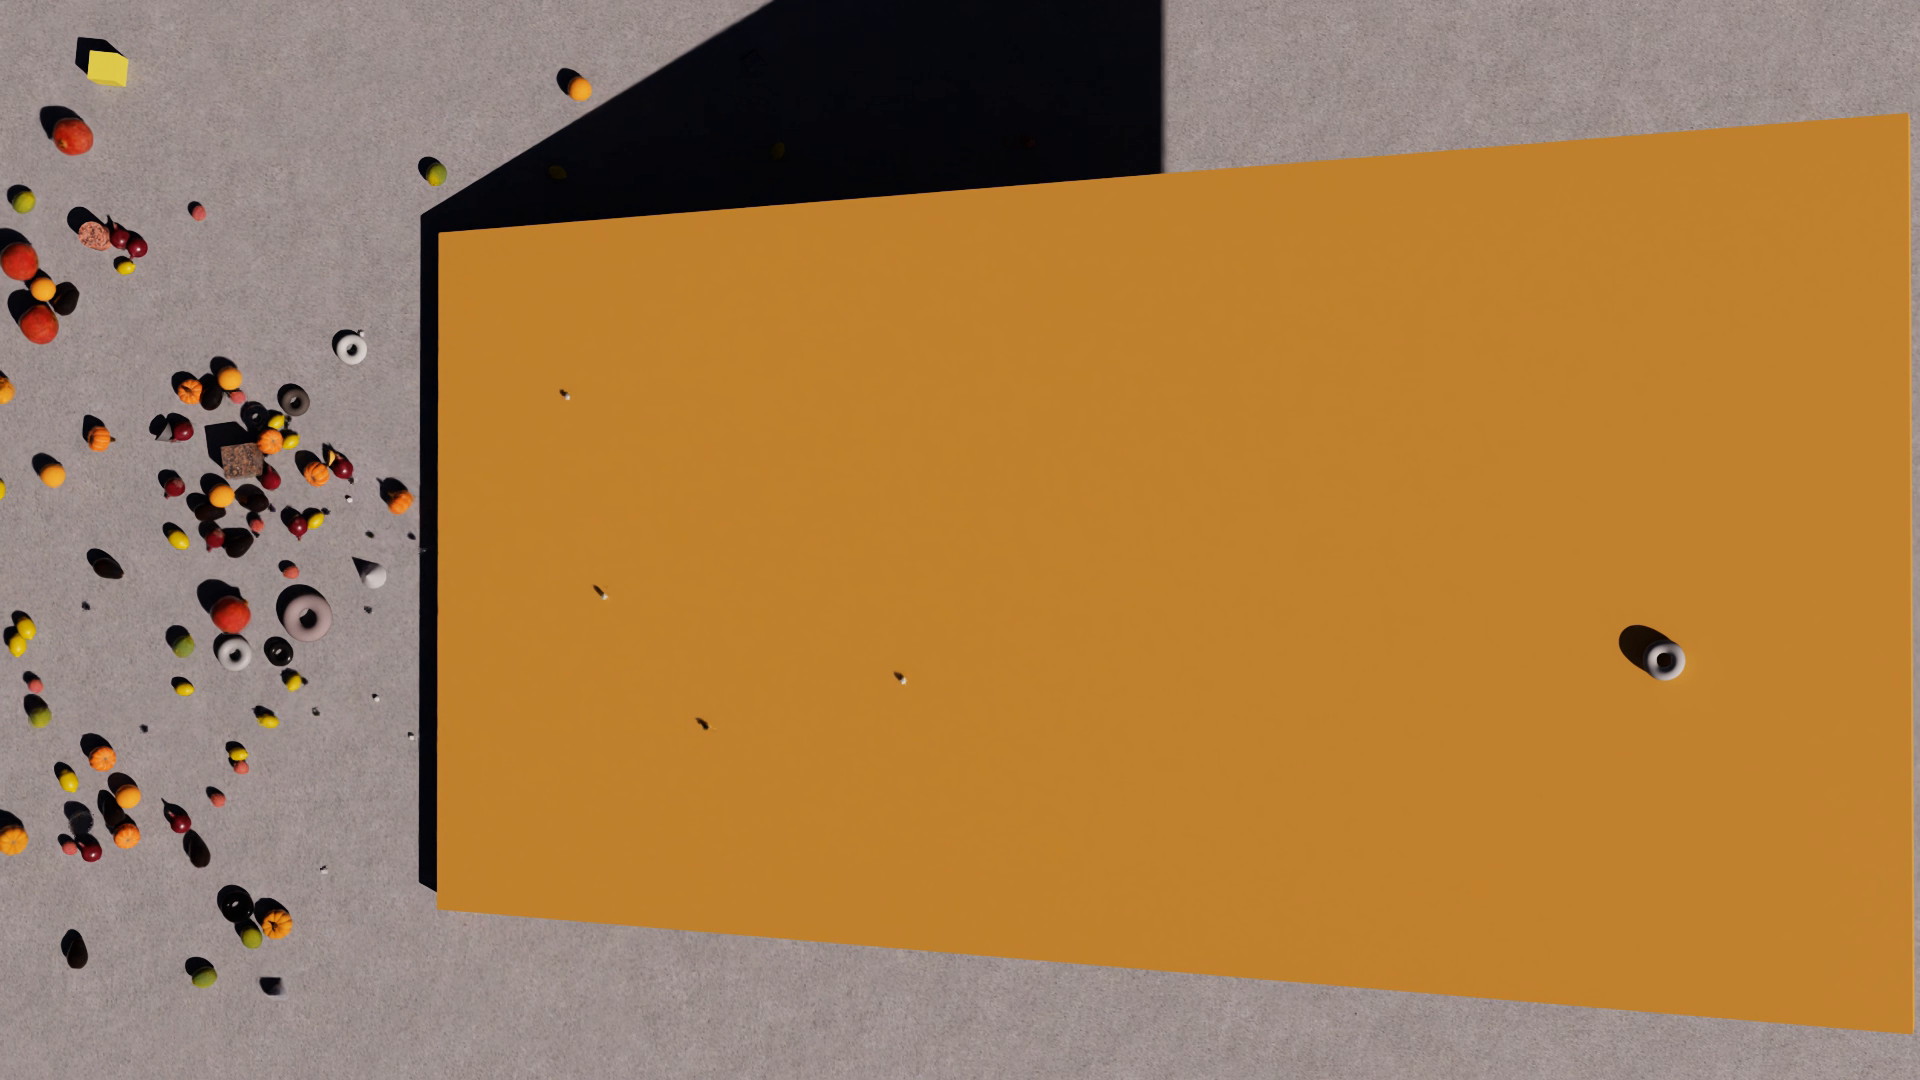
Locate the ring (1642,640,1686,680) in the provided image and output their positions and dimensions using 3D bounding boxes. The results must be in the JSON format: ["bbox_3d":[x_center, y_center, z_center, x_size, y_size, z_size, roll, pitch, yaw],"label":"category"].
[{"bbox_3d":[1.594,0.271,4.978,0.094,0.031,0.094,-1,88,27],"label":"ring"}]

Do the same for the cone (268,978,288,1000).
[{"bbox_3d":[-2.031,1.336,6.564,0.062,0.062,0.062,2,63,0],"label":"cone"}]

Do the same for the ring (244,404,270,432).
[{"bbox_3d":[-2.106,-0.365,6.584,0.080,0.027,0.080,0,88,-1],"label":"ring"}]

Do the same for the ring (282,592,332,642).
[{"bbox_3d":[-1.949,0.230,6.566,0.150,0.050,0.150,0,90,1],"label":"ring"}]

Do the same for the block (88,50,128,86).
[{"bbox_3d":[-2.545,-1.407,6.568,0.083,0.083,0.083,5,89,0],"label":"block"}]

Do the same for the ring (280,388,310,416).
[{"bbox_3d":[-1.990,-0.413,6.583,0.087,0.029,0.087,0,91,1],"label":"ring"}]

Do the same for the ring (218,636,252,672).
[{"bbox_3d":[-2.168,0.341,6.573,0.103,0.034,0.103,0,89,-1],"label":"ring"}]

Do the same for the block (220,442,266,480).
[{"bbox_3d":[-2.134,-0.234,6.549,0.094,0.094,0.094,-8,89,0],"label":"block"}]

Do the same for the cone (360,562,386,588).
[{"bbox_3d":[-1.759,0.106,6.553,0.078,0.078,0.078,0,89,0],"label":"cone"}]

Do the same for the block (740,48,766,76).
[{"bbox_3d":[-0.618,-1.430,6.583,0.052,0.052,0.052,-38,89,0],"label":"block"}]

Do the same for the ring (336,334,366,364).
[{"bbox_3d":[-1.822,-0.571,6.584,0.093,0.031,0.093,0,91,0],"label":"ring"}]

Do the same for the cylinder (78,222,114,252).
[{"bbox_3d":[-2.578,-0.907,6.565,0.077,0.077,0.077,0,89,0],"label":"cylinder"}]

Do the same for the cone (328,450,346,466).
[{"bbox_3d":[-1.864,-0.244,6.585,0.050,0.050,0.050,5,89,-26],"label":"cone"}]

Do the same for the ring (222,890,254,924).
[{"bbox_3d":[-2.157,1.096,6.565,0.098,0.033,0.098,0,91,-1],"label":"ring"}]

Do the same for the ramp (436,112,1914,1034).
[{"bbox_3d":[0.281,0.081,5.682,4.000,0.100,2.000,0,89,26],"label":"ramp"}]

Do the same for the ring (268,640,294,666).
[{"bbox_3d":[-2.033,0.340,6.576,0.079,0.026,0.079,0,90,-1],"label":"ring"}]

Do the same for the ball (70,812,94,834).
[{"bbox_3d":[-2.615,0.844,6.550,0.066,0.066,0.066,0,89,0],"label":"ball"}]

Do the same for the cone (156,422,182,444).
[{"bbox_3d":[-2.360,-0.308,6.582,0.067,0.067,0.067,36,89,-26],"label":"cone"}]
